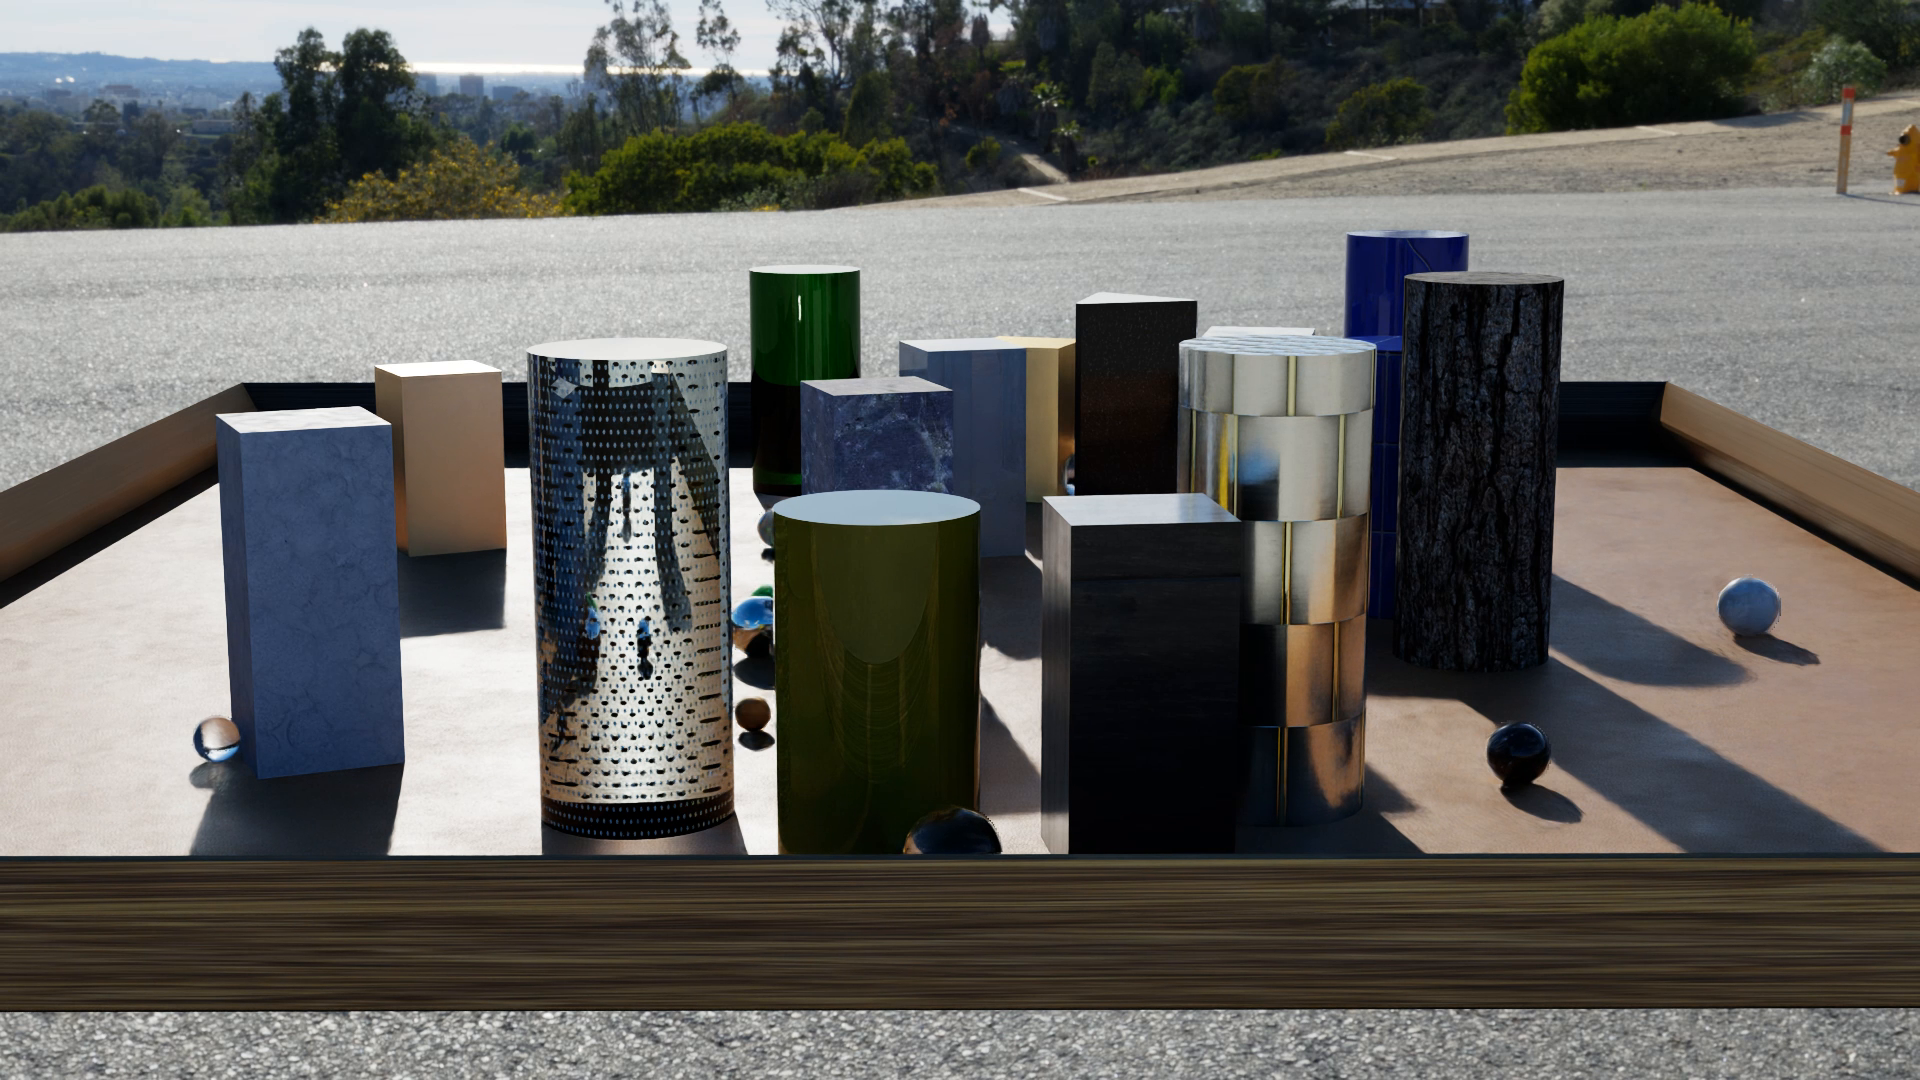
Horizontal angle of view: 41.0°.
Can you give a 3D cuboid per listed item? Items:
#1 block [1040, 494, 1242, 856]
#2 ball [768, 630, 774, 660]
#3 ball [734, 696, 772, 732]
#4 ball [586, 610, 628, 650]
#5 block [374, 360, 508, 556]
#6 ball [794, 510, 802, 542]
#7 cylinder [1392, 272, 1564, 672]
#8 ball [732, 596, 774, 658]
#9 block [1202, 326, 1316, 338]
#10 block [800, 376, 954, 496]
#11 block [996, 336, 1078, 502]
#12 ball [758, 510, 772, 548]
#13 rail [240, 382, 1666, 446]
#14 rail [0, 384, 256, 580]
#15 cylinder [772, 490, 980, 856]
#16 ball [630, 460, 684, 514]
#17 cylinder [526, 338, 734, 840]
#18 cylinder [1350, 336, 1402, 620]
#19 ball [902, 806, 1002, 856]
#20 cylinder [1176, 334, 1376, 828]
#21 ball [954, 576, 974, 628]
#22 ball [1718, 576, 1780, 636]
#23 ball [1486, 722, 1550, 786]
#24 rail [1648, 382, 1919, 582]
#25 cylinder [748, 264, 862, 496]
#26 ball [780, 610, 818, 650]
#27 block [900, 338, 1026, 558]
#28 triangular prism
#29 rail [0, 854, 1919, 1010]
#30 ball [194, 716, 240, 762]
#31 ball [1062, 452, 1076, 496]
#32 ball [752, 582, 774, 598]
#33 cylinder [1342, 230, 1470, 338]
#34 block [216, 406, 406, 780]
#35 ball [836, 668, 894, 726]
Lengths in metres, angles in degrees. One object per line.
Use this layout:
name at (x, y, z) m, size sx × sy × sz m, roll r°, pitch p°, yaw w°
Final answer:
block at (0.162, 0.133, 2.352) m, size 0.152 × 0.328 × 0.152 m, roll -1°, pitch 11°, yaw -7°
ball at (-0.194, 0.127, 3.089) m, size 0.071 × 0.071 × 0.071 m, roll 0°, pitch 11°, yaw 0°
ball at (-0.228, 0.191, 2.828) m, size 0.040 × 0.040 × 0.040 m, roll 0°, pitch 11°, yaw 0°
ball at (-0.443, 0.113, 3.219) m, size 0.051 × 0.051 × 0.051 m, roll 0°, pitch 11°, yaw 0°
block at (-0.790, -0.127, 3.903) m, size 0.152 × 0.271 × 0.152 m, roll -5°, pitch 12°, yaw -27°
ball at (-0.236, -0.022, 3.944) m, size 0.051 × 0.051 × 0.051 m, roll 0°, pitch 11°, yaw 0°
cylinder at (0.635, -0.088, 3.153) m, size 0.190 × 0.469 × 0.190 m, roll 0°, pitch 11°, yaw 0°
ball at (-0.248, 0.107, 3.177) m, size 0.078 × 0.078 × 0.078 m, roll 0°, pitch 11°, yaw 0°
block at (0.430, -0.130, 3.721) m, size 0.152 × 0.344 × 0.152 m, roll 2°, pitch 11°, yaw 10°
block at (-0.105, -0.030, 3.223) m, size 0.152 × 0.330 × 0.152 m, roll -4°, pitch 11°, yaw -18°
block at (0.115, -0.207, 4.361) m, size 0.152 × 0.260 × 0.152 m, roll 4°, pitch 11°, yaw 19°
ball at (-0.276, -0.018, 3.890) m, size 0.062 × 0.062 × 0.062 m, roll 0°, pitch 11°, yaw 0°
rail at (-0.008, -0.236, 4.889) m, size 2.725 × 0.124 × 0.045 m, roll 0°, pitch 11°, yaw 0°
rail at (-1.339, 0.033, 3.442) m, size 0.045 × 0.124 × 2.977 m, roll 0°, pitch 11°, yaw 0°
cylinder at (-0.076, 0.130, 2.376) m, size 0.190 × 0.326 × 0.190 m, roll 0°, pitch 11°, yaw 0°
ball at (-0.494, -0.085, 4.178) m, size 0.089 × 0.089 × 0.089 m, roll 0°, pitch 11°, yaw 0°
cylinder at (-0.317, 0.042, 2.486) m, size 0.190 × 0.458 × 0.190 m, roll 0°, pitch 11°, yaw 0°
cylinder at (0.588, -0.086, 3.450) m, size 0.190 × 0.358 × 0.190 m, roll 0°, pitch 11°, yaw 0°
ball at (-0.007, 0.276, 2.241) m, size 0.087 × 0.087 × 0.087 m, roll 0°, pitch 11°, yaw 0°
cylinder at (0.308, 0.035, 2.527) m, size 0.190 × 0.457 × 0.190 m, roll 0°, pitch 11°, yaw 0°
ball at (-0.018, 0.080, 3.337) m, size 0.071 × 0.071 × 0.071 m, roll 0°, pitch 11°, yaw 0°
ball at (1.013, 0.085, 3.297) m, size 0.076 × 0.076 × 0.076 m, roll 0°, pitch 11°, yaw 0°
ball at (0.569, 0.218, 2.618) m, size 0.064 × 0.064 × 0.064 m, roll 0°, pitch 11°, yaw 0°
rail at (1.339, 0.030, 3.457) m, size 0.045 × 0.124 × 2.977 m, roll 0°, pitch 11°, yaw 0°
cylinder at (-0.265, -0.276, 4.414) m, size 0.190 × 0.379 × 0.190 m, roll 0°, pitch 11°, yaw 0°
ball at (-0.202, 0.113, 3.221) m, size 0.049 × 0.049 × 0.049 m, roll 0°, pitch 11°, yaw 0°
block at (0.003, -0.140, 3.864) m, size 0.152 × 0.311 × 0.152 m, roll -3°, pitch 11°, yaw -17°
triangular prism at (0.209, -0.111, 3.402) m, size 0.165 × 0.423 × 0.143 m, roll -3°, pitch 11°, yaw -16°
rail at (0.008, 0.300, 2.009) m, size 2.725 × 0.124 × 0.045 m, roll 0°, pitch 11°, yaw 0°
ball at (-0.783, 0.210, 2.705) m, size 0.047 × 0.047 × 0.047 m, roll 0°, pitch 11°, yaw 0°
ball at (0.216, -0.107, 4.286) m, size 0.093 × 0.093 × 0.093 m, roll 0°, pitch 11°, yaw 0°
ball at (-0.235, 0.090, 3.274) m, size 0.075 × 0.075 × 0.075 m, roll 0°, pitch 11°, yaw 0°
cylinder at (0.695, -0.248, 4.031) m, size 0.190 × 0.464 × 0.190 m, roll 0°, pitch 11°, yaw 0°
block at (-0.686, 0.051, 2.707) m, size 0.152 × 0.360 × 0.152 m, roll -5°, pitch 12°, yaw -25°
ball at (-0.106, 0.174, 2.850) m, size 0.065 × 0.065 × 0.065 m, roll 0°, pitch 11°, yaw 0°
